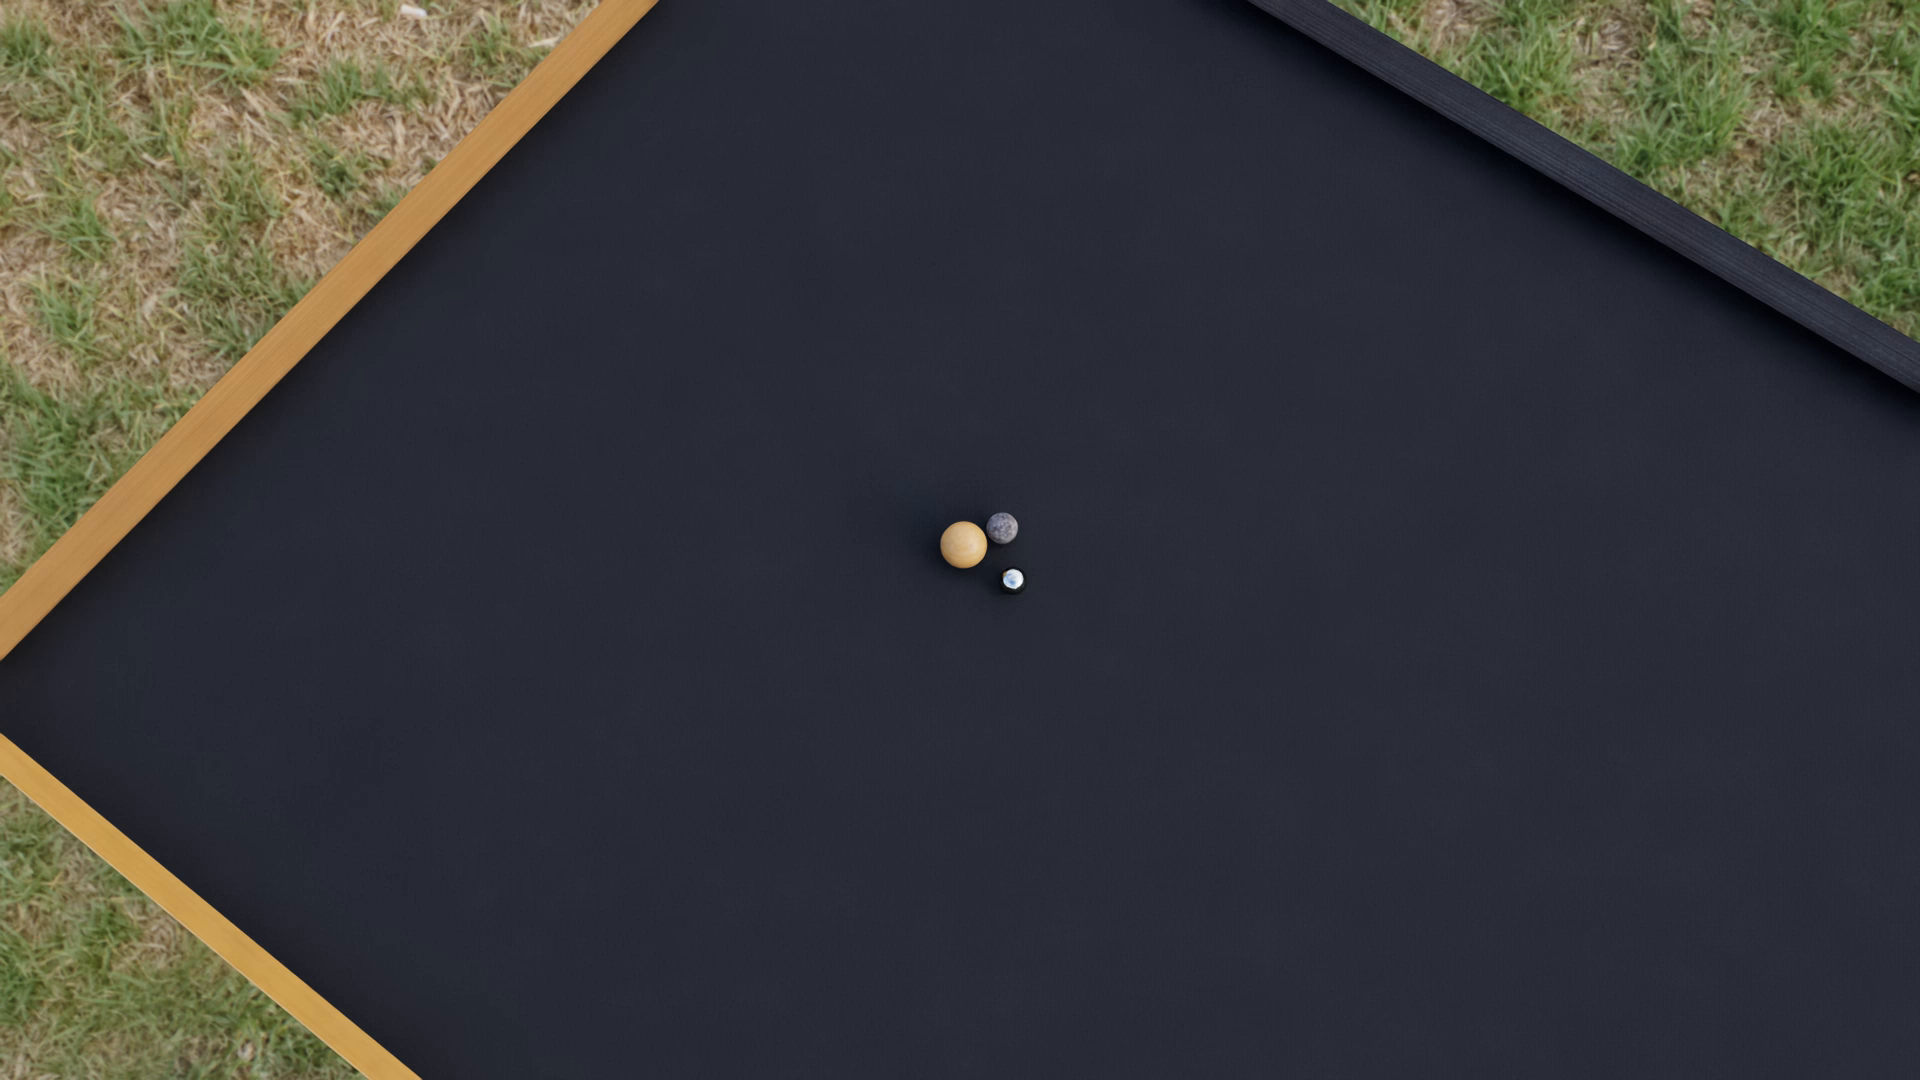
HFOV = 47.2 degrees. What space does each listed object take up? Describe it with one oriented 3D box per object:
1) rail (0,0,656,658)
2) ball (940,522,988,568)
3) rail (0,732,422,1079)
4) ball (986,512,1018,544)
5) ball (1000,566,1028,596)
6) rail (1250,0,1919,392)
[{"bbox_3d":[-0.875,-0.609,3.805,0.045,0.106,2.411,34,70,14],"label":"rail"},{"bbox_3d":[0.006,0.008,3.543,0.076,0.076,0.076,0,66,0],"label":"ball"},{"bbox_3d":[0.185,1.462,2.867,4.472,0.106,0.045,34,70,14],"label":"rail"},{"bbox_3d":[0.068,-0.019,3.568,0.052,0.052,0.052,0,66,0],"label":"ball"},{"bbox_3d":[0.086,0.066,3.533,0.046,0.046,0.046,0,66,0],"label":"ball"},{"bbox_3d":[1.603,-0.260,3.646,4.472,0.106,0.045,34,70,14],"label":"rail"}]
